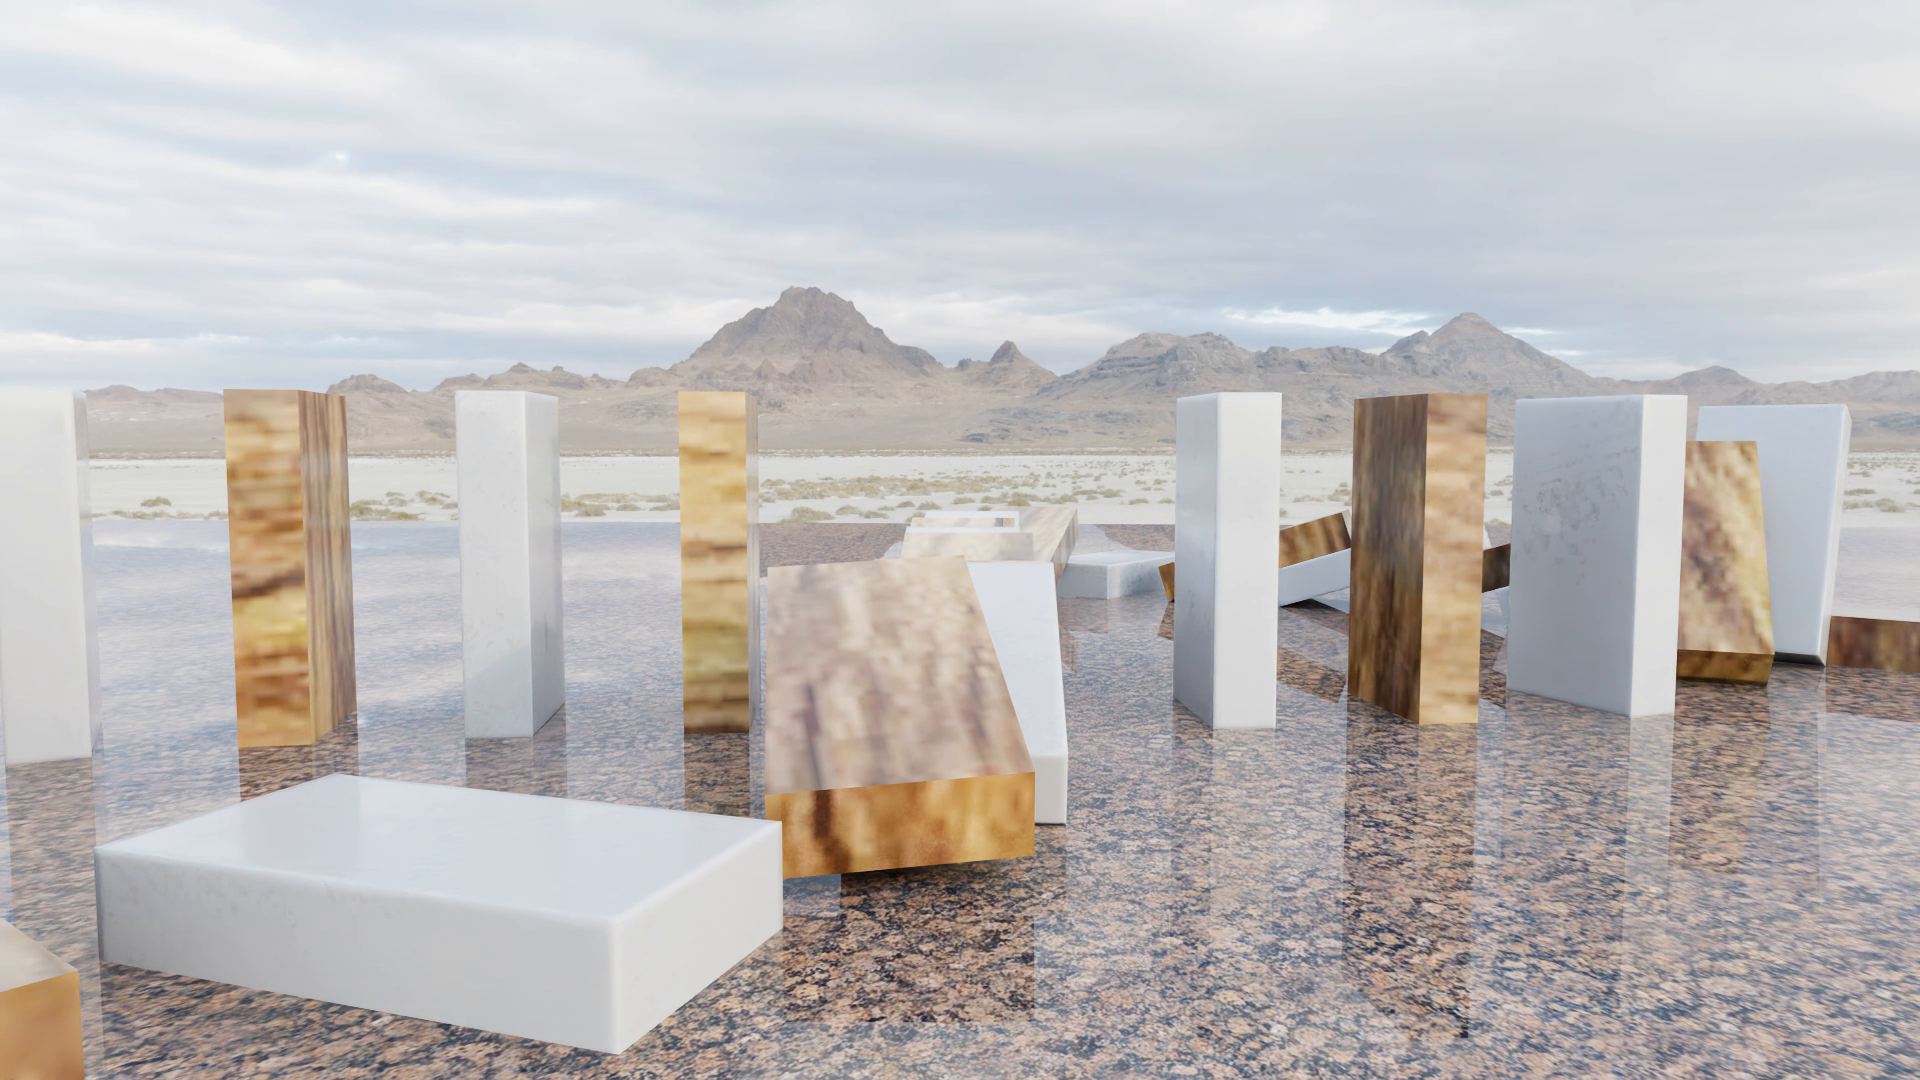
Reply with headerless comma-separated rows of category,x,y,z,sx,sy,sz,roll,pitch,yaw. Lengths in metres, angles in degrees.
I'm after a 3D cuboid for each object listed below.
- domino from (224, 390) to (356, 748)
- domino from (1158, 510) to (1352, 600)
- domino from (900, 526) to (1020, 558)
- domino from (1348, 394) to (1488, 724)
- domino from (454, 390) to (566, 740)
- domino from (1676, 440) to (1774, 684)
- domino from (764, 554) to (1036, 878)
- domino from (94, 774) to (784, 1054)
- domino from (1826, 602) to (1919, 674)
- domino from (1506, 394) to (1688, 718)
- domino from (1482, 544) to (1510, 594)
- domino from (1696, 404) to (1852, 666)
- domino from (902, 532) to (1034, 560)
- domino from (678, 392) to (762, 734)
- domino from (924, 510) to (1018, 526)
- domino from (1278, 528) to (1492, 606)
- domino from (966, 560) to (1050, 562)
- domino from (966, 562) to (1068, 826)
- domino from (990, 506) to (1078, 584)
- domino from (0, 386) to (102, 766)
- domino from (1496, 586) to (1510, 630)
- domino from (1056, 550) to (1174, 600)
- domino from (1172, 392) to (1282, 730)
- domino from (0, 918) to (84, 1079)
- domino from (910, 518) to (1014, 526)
domino,-0.099,0.003,0.191,0.009,0.050,0.025,-1,4,-12
domino,0.081,0.004,0.349,0.050,0.010,0.025,-18,-3,21
domino,0.000,0.011,0.260,0.025,0.010,0.050,0,22,2
domino,0.073,0.002,0.206,0.009,0.050,0.025,-1,4,-8
domino,-0.068,0.003,0.196,0.010,0.050,0.025,-1,4,-7
domino,0.137,0.003,0.242,0.025,0.050,0.009,2,-38,25
domino,-0.009,0.017,0.143,0.025,0.010,0.050,-4,24,-7
domino,-0.043,0.030,0.109,0.050,0.009,0.025,1,5,19
domino,0.169,0.018,0.263,0.050,0.009,0.025,4,6,42
domino,0.104,0.002,0.211,0.009,0.050,0.025,-2,5,-23
domino,0.131,0.007,0.311,0.050,0.010,0.025,-21,-11,40
domino,0.159,-0.002,0.255,0.025,0.050,0.009,4,-14,42
domino,0.001,0.013,0.231,0.025,0.010,0.050,0,23,2
domino,-0.037,0.003,0.199,0.009,0.050,0.025,0,4,-5
domino,0.002,0.006,0.322,0.025,0.010,0.050,0,22,3
domino,0.108,0.005,0.332,0.050,0.010,0.025,-19,-7,32
domino,0.002,0.017,0.194,0.025,0.009,0.050,0,20,2
domino,0.000,0.018,0.165,0.025,0.009,0.050,0,24,2
domino,0.016,0.004,0.353,0.025,0.009,0.050,1,22,16
domino,-0.129,0.004,0.181,0.010,0.050,0.025,-3,5,-31
domino,0.150,0.008,0.286,0.050,0.009,0.025,-21,-10,39
domino,0.045,0.010,0.376,0.025,0.009,0.050,3,5,37
domino,0.042,0.002,0.202,0.010,0.050,0.025,0,4,-4
domino,-0.083,0.031,0.086,0.050,0.010,0.025,3,5,38
domino,0.000,0.008,0.292,0.025,0.009,0.050,0,22,3
